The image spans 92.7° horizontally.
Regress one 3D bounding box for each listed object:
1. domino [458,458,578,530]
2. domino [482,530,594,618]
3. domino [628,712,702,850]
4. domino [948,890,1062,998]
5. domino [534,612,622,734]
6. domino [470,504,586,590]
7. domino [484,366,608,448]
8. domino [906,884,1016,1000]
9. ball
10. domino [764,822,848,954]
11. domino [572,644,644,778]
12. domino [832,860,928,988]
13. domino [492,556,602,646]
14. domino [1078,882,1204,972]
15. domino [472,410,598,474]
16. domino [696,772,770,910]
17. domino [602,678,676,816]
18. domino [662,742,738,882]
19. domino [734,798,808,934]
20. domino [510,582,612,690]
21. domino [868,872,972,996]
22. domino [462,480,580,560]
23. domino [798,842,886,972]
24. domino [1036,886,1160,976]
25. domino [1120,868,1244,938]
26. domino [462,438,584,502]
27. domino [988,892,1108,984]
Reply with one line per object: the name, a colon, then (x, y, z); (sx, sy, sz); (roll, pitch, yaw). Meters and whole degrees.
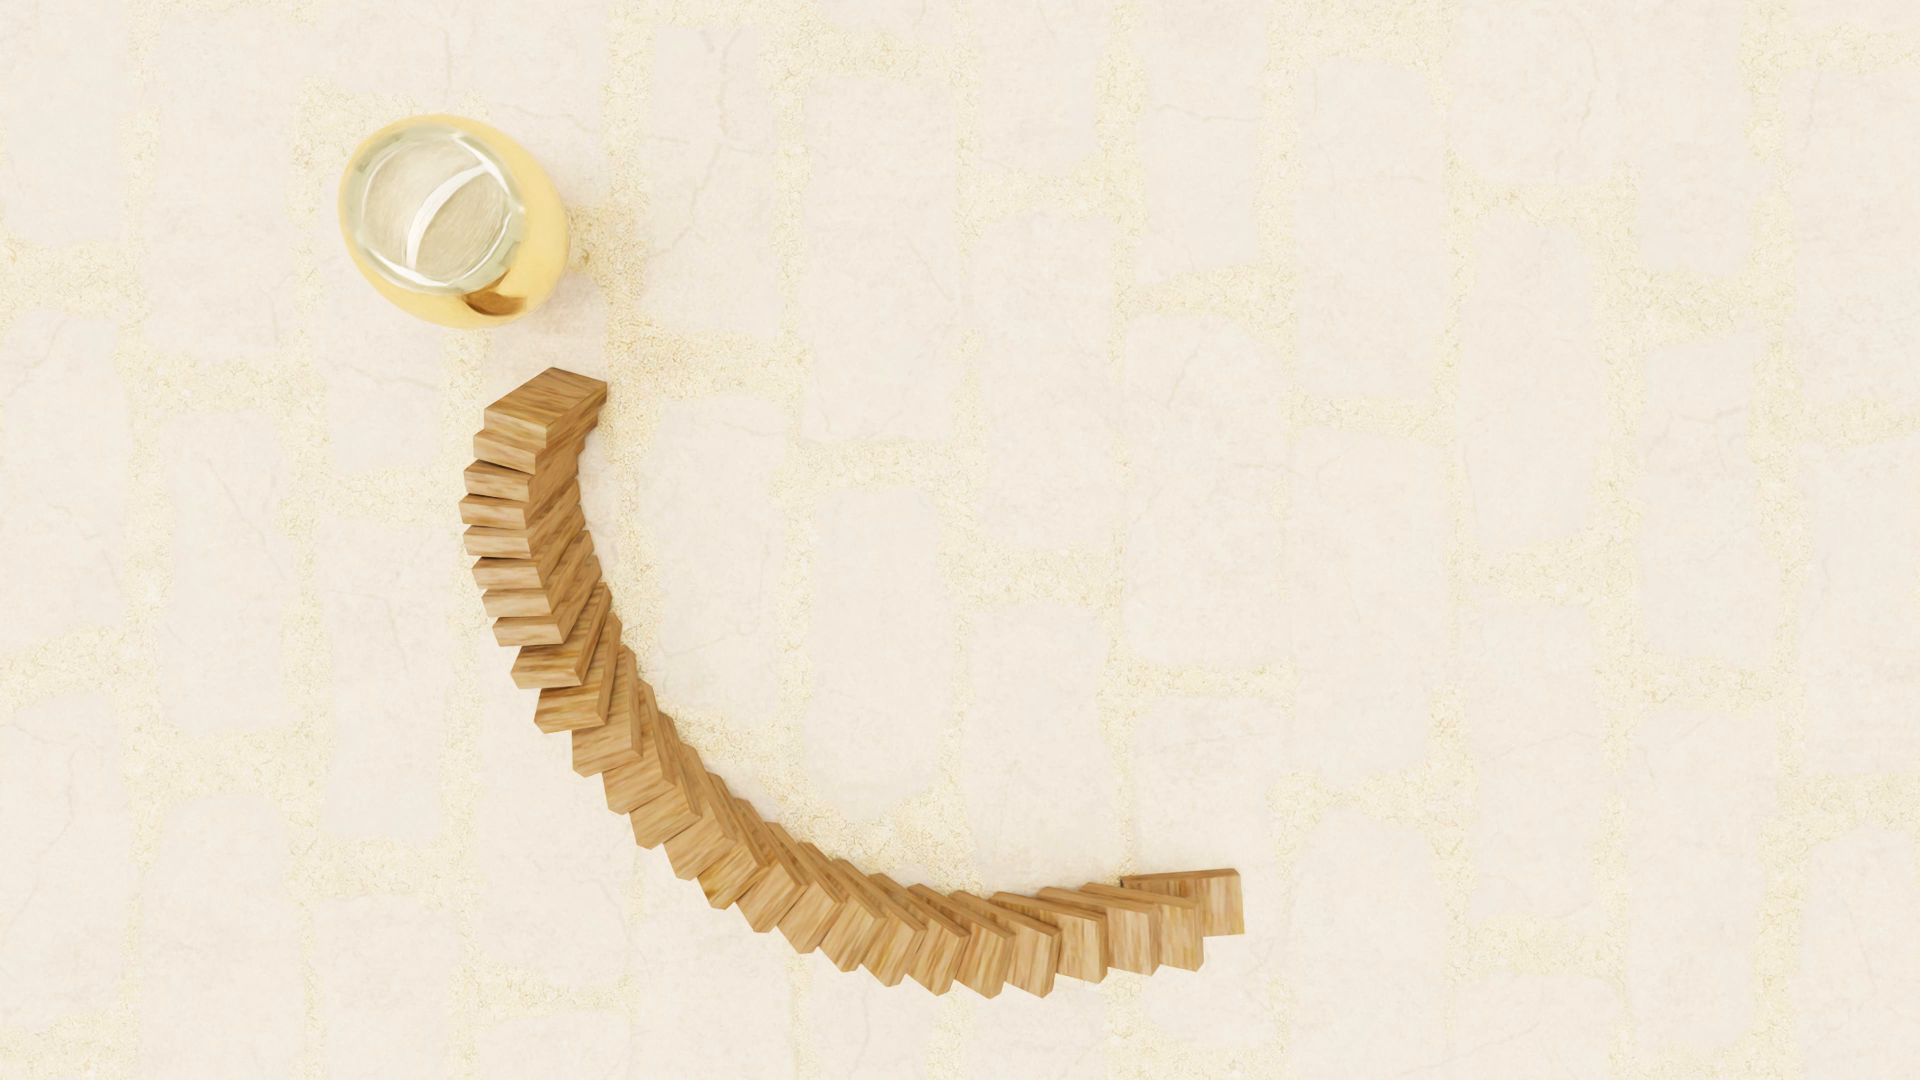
domino: (-0.180, -0.022, 0.376); (0.025, 0.050, 0.010); (6, 121, 0)
domino: (-0.172, 0.013, 0.376); (0.025, 0.050, 0.010); (-2, 121, 0)
domino: (-0.127, 0.099, 0.382); (0.025, 0.010, 0.050); (-32, 55, 0)
domino: (0.016, 0.168, 0.382); (0.050, 0.009, 0.025); (8, 90, 33)
domino: (-0.157, 0.054, 0.380); (0.025, 0.009, 0.050); (-9, 48, 0)
domino: (-0.176, 0.002, 0.376); (0.025, 0.050, 0.010); (-2, 121, 0)
domino: (-0.169, -0.055, 0.376); (0.025, 0.050, 0.010); (16, 121, 0)
domino: (-0.003, 0.167, 0.383); (0.050, 0.009, 0.025); (15, 90, 33)
ball: (-0.196, -0.123, 0.360); (0.080, 0.080, 0.080); (0, 90, 0)
domino: (-0.072, 0.144, 0.382); (0.050, 0.010, 0.025); (35, 90, 35)
domino: (-0.148, 0.070, 0.382); (0.025, 0.009, 0.050); (-19, 54, 0)
domino: (-0.039, 0.159, 0.382); (0.050, 0.010, 0.025); (27, 90, 35)
domino: (-0.168, 0.024, 0.376); (0.025, 0.050, 0.010); (-3, 121, 0)
domino: (0.075, 0.161, 0.382); (0.050, 0.010, 0.025); (-3, 91, 32)
domino: (-0.173, -0.045, 0.376); (0.025, 0.050, 0.010); (16, 121, 0)
domino: (-0.102, 0.124, 0.382); (0.025, 0.010, 0.050); (-43, 55, 0)
domino: (-0.137, 0.085, 0.382); (0.025, 0.009, 0.050); (-29, 54, 0)
domino: (-0.114, 0.112, 0.382); (0.025, 0.010, 0.050); (-39, 55, 0)
domino: (-0.087, 0.135, 0.382); (0.025, 0.010, 0.050); (-50, 55, 0)
domino: (-0.163, 0.039, 0.378); (0.025, 0.050, 0.010); (-4, 130, 0)
domino: (-0.022, 0.163, 0.382); (0.050, 0.009, 0.025); (21, 90, 33)
domino: (-0.178, -0.010, 0.376); (0.025, 0.050, 0.010); (3, 121, 0)
domino: (-0.056, 0.152, 0.382); (0.050, 0.010, 0.025); (31, 90, 35)
domino: (0.057, 0.163, 0.383); (0.050, 0.010, 0.025); (-3, 90, 33)
domino: (0.096, 0.157, 0.395); (0.050, 0.010, 0.025); (-4, 90, 0)
domino: (-0.177, -0.033, 0.376); (0.025, 0.050, 0.009); (9, 121, 0)
domino: (0.036, 0.165, 0.383); (0.050, 0.009, 0.025); (-1, 90, 31)
